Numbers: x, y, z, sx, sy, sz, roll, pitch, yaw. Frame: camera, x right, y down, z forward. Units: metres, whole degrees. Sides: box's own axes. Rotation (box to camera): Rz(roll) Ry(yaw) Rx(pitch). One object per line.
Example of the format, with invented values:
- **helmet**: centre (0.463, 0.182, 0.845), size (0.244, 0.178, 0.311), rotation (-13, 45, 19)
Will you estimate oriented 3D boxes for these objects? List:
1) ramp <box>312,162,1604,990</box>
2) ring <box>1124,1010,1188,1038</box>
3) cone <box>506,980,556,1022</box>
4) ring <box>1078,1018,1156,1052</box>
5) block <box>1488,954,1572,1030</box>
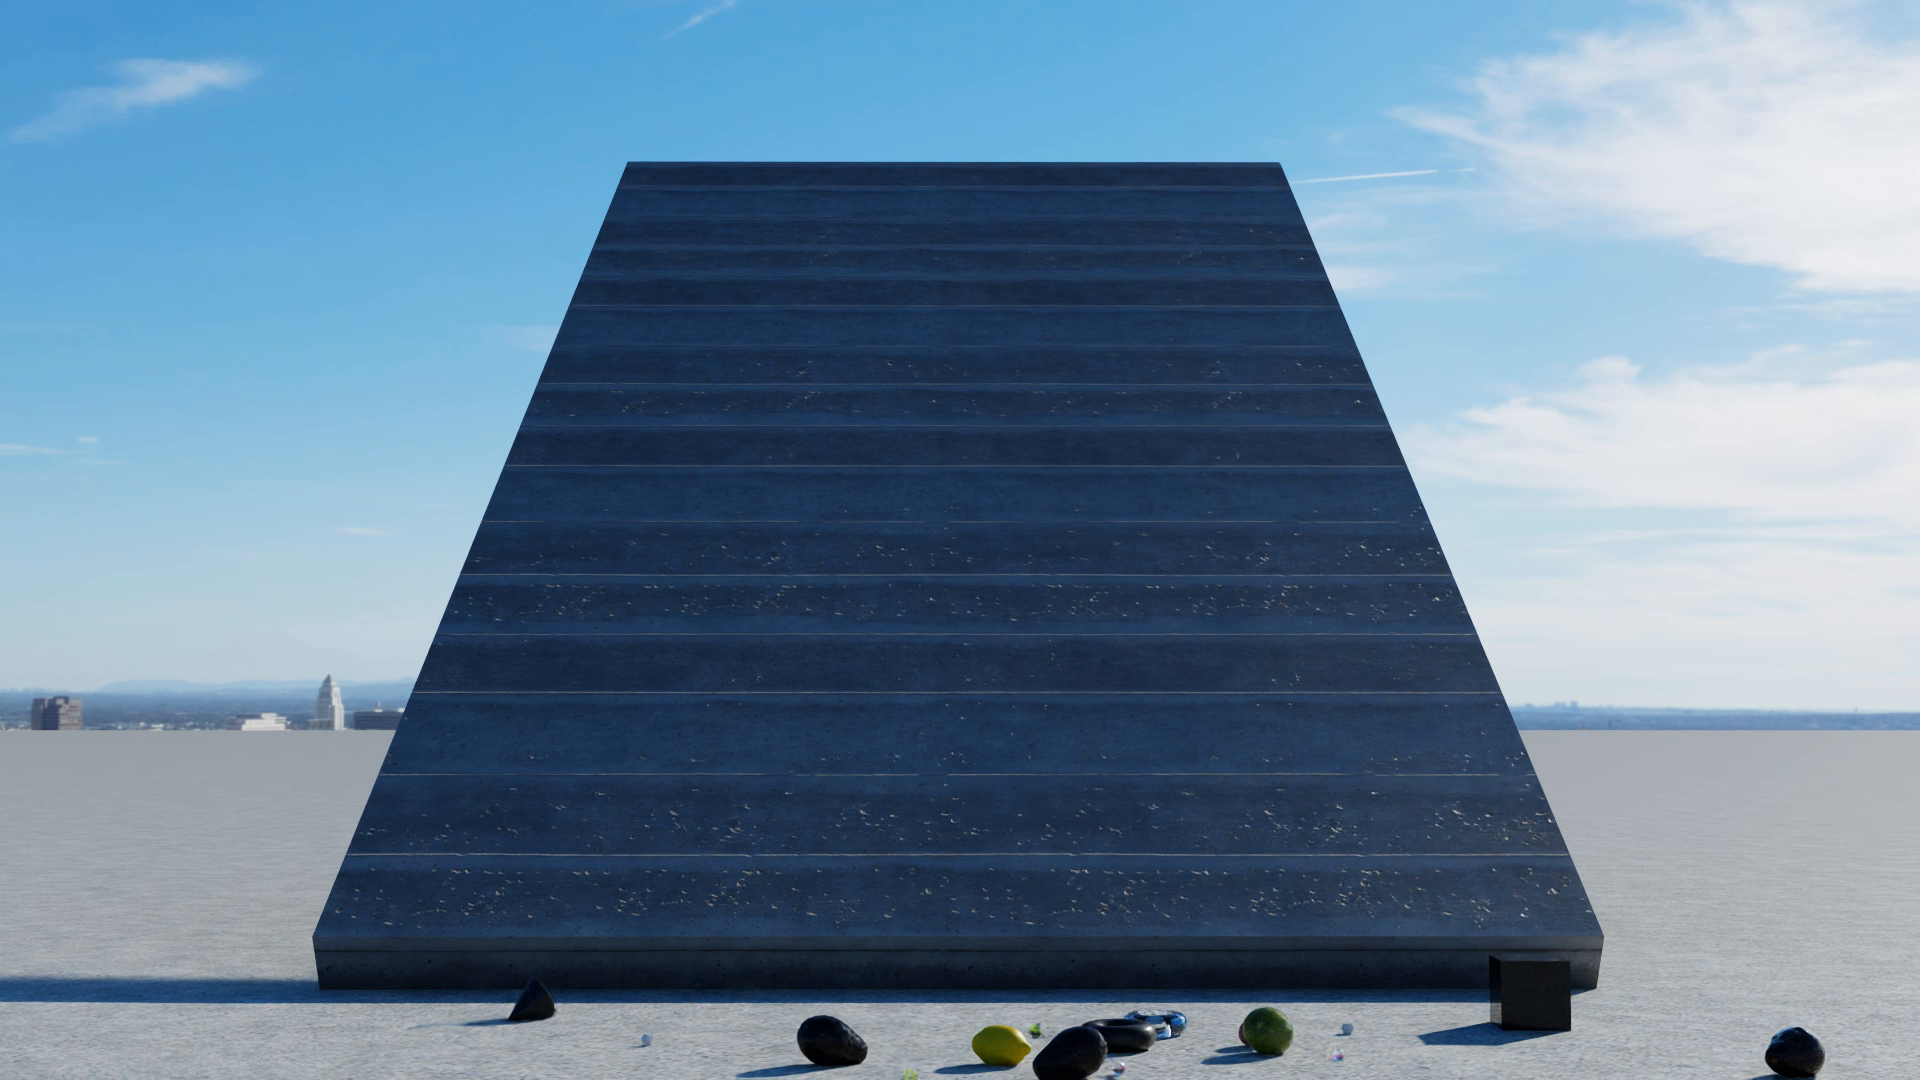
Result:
- **ramp**: centre (-0.010, -0.228, 5.469), size (2.000, 0.100, 4.000), rotation (0, 26, 0)
- **ring**: centre (0.261, 0.647, 3.159), size (0.088, 0.029, 0.088), rotation (-1, -4, 0)
- **cone**: centre (-0.613, 0.660, 3.319), size (0.061, 0.061, 0.061), rotation (-5, 20, 48)
- **ring**: centre (0.200, 0.634, 3.018), size (0.102, 0.034, 0.102), rotation (-1, -4, 0)
- **block**: centre (0.783, 0.622, 3.246), size (0.093, 0.093, 0.093), rotation (0, -4, 3)
